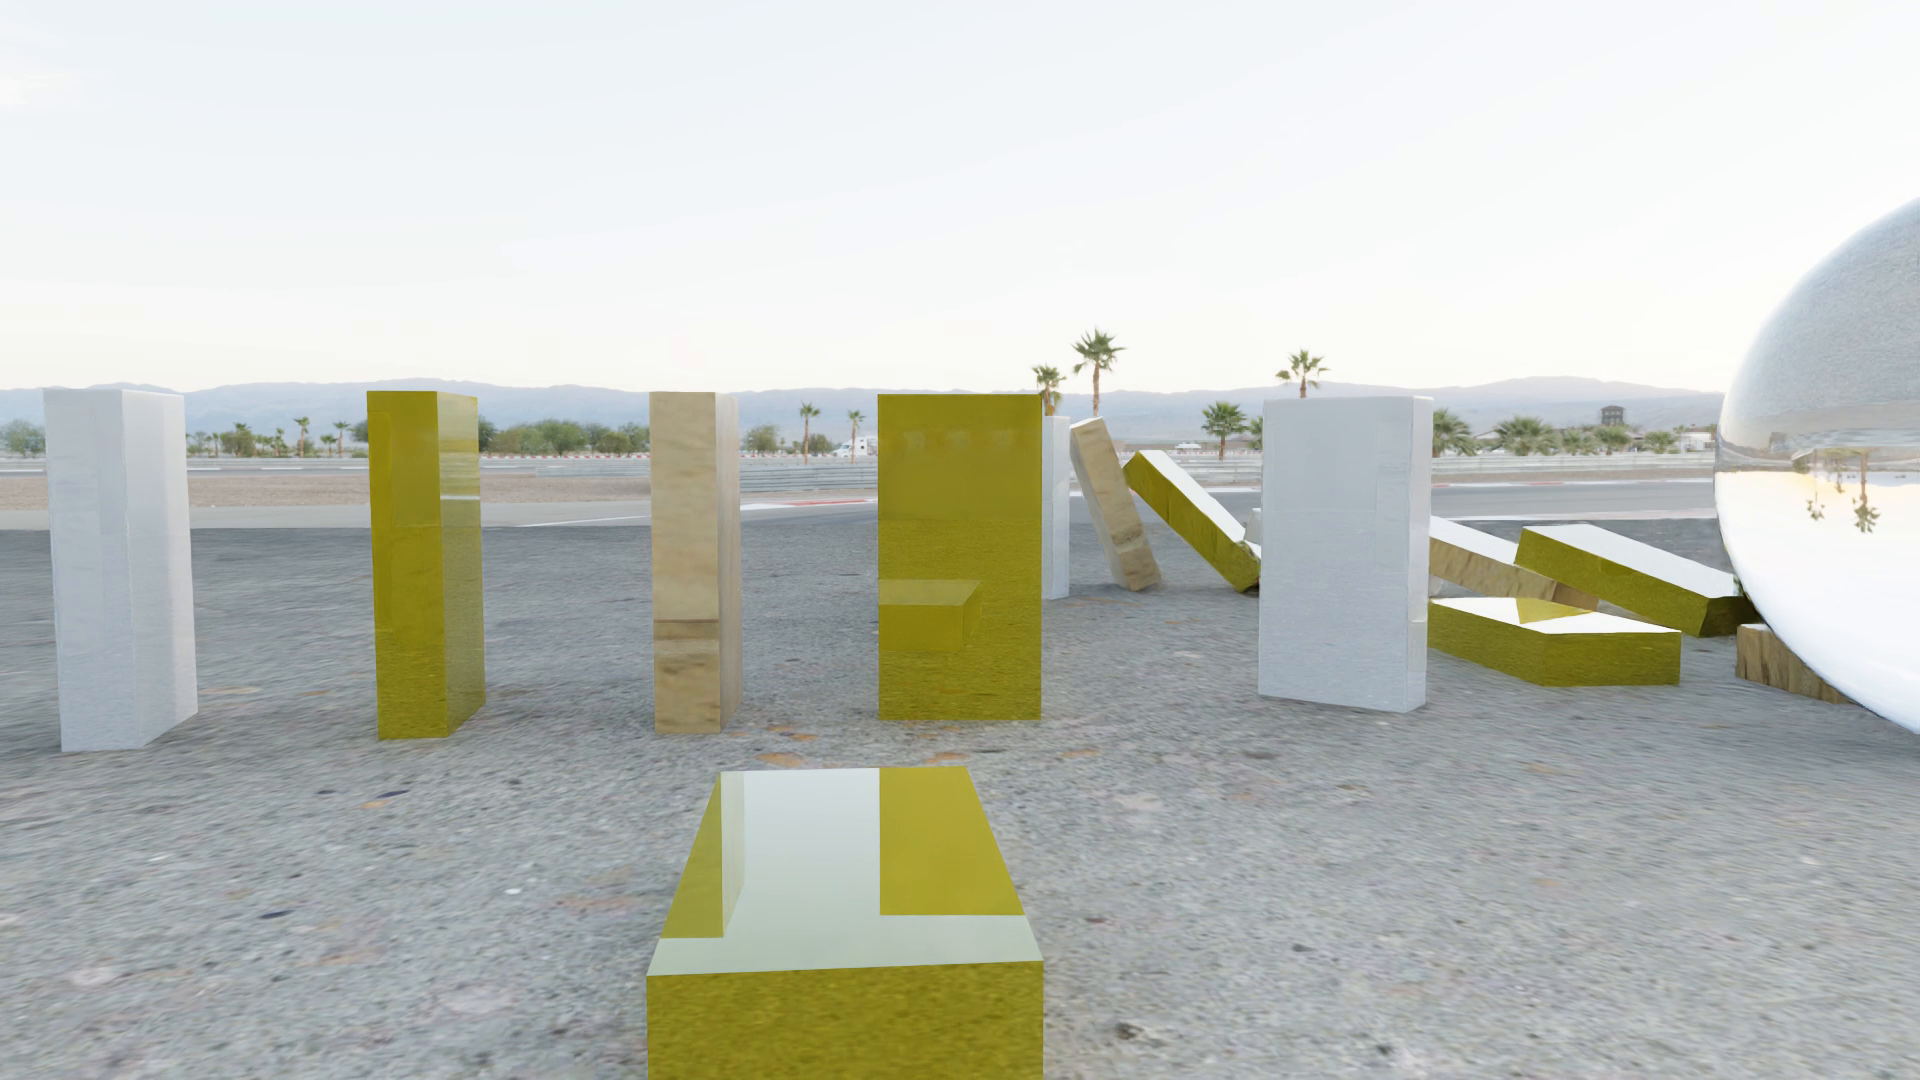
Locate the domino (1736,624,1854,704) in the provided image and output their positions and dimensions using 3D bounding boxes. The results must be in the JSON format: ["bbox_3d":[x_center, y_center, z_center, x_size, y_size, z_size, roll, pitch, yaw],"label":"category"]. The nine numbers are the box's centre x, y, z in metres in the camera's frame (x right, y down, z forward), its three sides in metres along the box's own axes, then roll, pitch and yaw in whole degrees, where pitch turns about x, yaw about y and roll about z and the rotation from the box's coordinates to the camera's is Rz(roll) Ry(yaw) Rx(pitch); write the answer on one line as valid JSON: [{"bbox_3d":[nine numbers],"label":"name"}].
[{"bbox_3d":[0.168,0.021,0.223,0.050,0.009,0.025,0,4,-3],"label":"domino"}]

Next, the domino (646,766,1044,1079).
[{"bbox_3d":[-0.009,0.030,0.106,0.025,0.009,0.050,0,4,-5],"label":"domino"}]

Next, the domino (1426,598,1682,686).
[{"bbox_3d":[0.113,0.019,0.250,0.025,0.010,0.050,0,4,-5],"label":"domino"}]

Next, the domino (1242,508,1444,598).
[{"bbox_3d":[0.109,0.003,0.365,0.025,0.009,0.050,-4,23,-46],"label":"domino"}]

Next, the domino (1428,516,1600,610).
[{"bbox_3d":[0.139,0.006,0.338,0.025,0.009,0.050,-3,20,-37],"label":"domino"}]

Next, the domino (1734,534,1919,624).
[{"bbox_3d":[0.186,0.011,0.273,0.025,0.010,0.050,29,15,14],"label":"domino"}]

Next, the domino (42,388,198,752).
[{"bbox_3d":[-0.122,0.003,0.188,0.009,0.050,0.025,-1,4,-14],"label":"domino"}]

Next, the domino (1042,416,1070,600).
[{"bbox_3d":[0.017,-0.009,0.359,0.025,0.050,0.009,3,5,32],"label":"domino"}]

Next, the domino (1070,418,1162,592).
[{"bbox_3d":[0.044,-0.011,0.379,0.010,0.050,0.025,-21,5,-2],"label":"domino"}]

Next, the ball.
[{"bbox_3d":[0.145,-0.010,0.168,0.080,0.080,0.080,0,4,0],"label":"ball"}]

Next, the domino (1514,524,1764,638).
[{"bbox_3d":[0.162,0.009,0.306,0.025,0.009,0.050,-2,19,-27],"label":"domino"}]

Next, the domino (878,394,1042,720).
[{"bbox_3d":[0.000,0.002,0.201,0.025,0.050,0.009,0,4,0],"label":"domino"}]

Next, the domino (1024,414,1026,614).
[{"bbox_3d":[0.003,-0.006,0.318,0.025,0.050,0.009,1,4,10],"label":"domino"}]

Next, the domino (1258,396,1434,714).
[{"bbox_3d":[0.063,0.002,0.212,0.025,0.050,0.009,3,5,38],"label":"domino"}]

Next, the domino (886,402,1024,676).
[{"bbox_3d":[-0.001,0.000,0.239,0.025,0.050,0.010,0,4,-1],"label":"domino"}]

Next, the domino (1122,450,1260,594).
[{"bbox_3d":[0.071,-0.006,0.381,0.050,0.009,0.025,46,20,15],"label":"domino"}]

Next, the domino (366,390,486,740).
[{"bbox_3d":[-0.081,0.003,0.196,0.009,0.050,0.025,-1,4,-8],"label":"domino"}]

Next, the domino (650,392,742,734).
[{"bbox_3d":[-0.041,0.003,0.199,0.010,0.050,0.025,0,4,-2],"label":"domino"}]
